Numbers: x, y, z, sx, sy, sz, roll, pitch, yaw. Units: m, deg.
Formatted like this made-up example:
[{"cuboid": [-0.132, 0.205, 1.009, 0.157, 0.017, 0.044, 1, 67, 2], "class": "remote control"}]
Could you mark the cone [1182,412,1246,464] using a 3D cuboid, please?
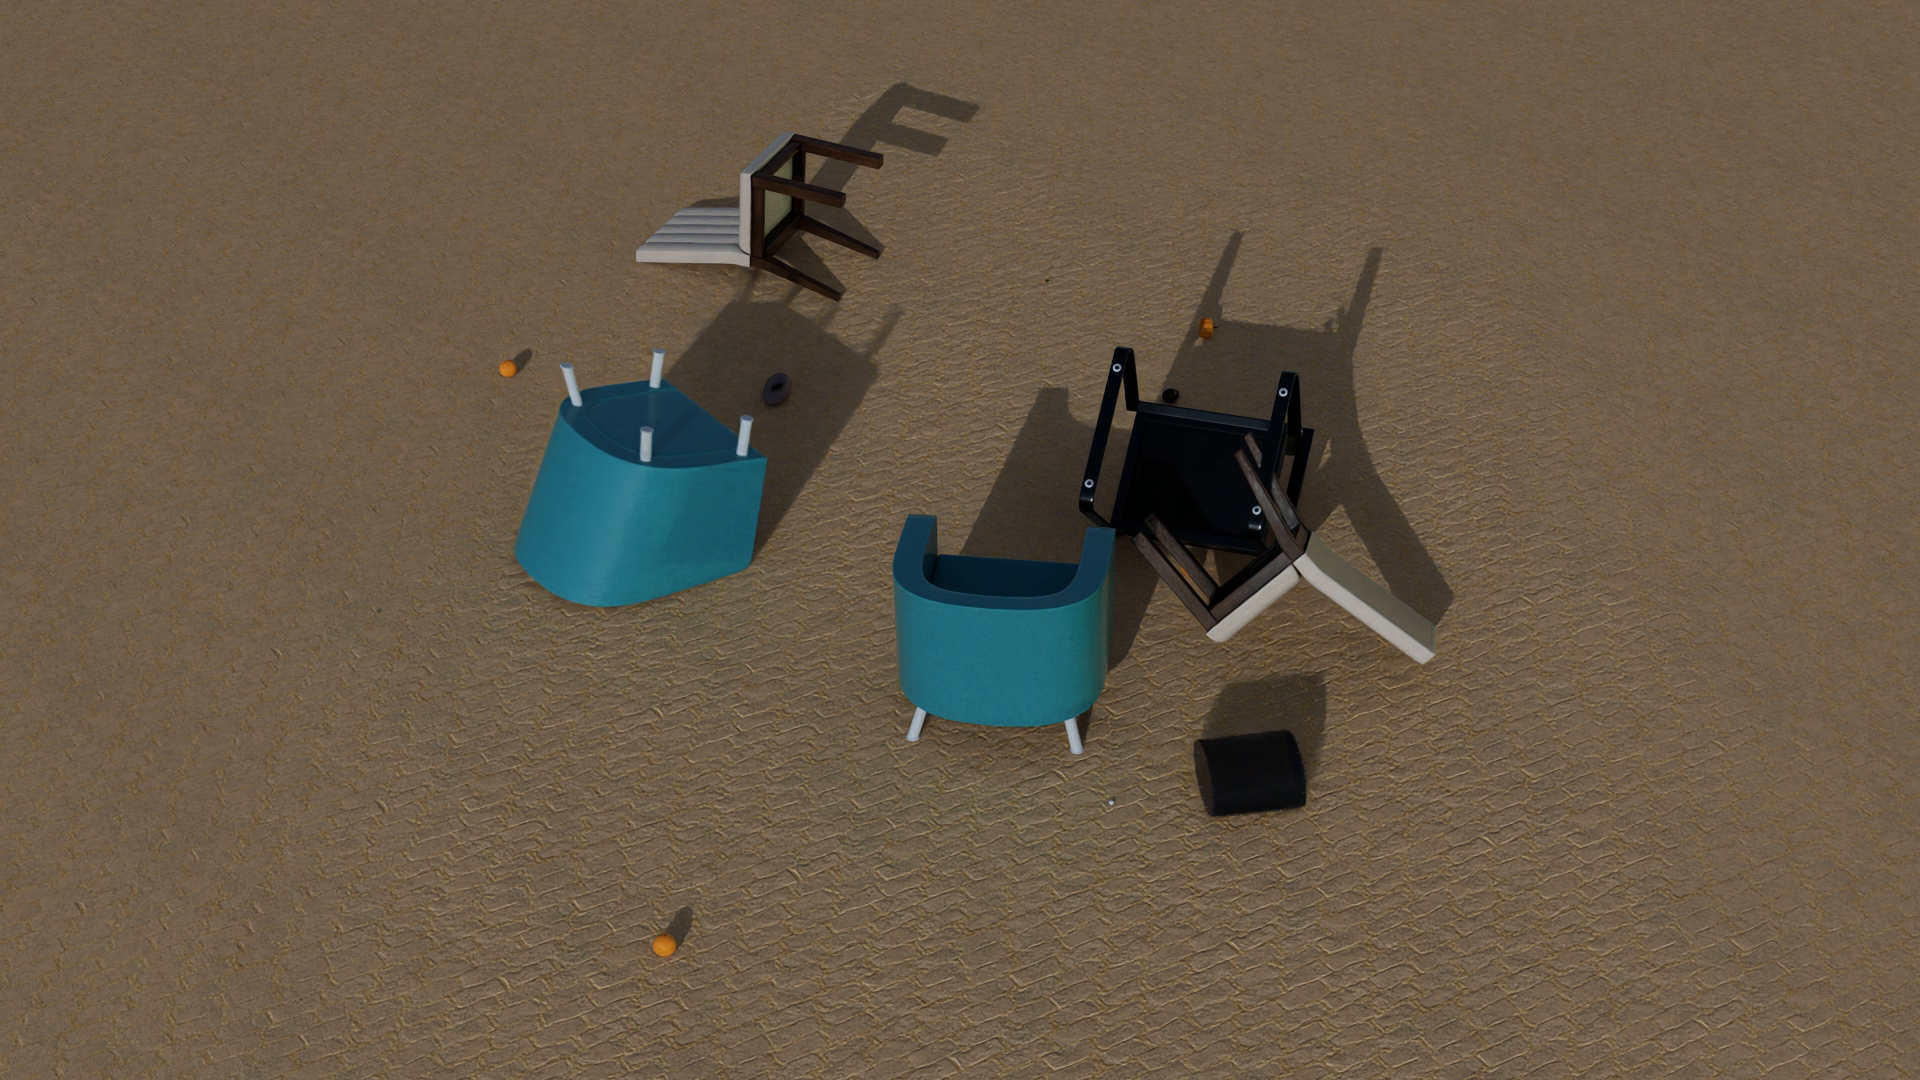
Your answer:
[{"cuboid": [0.992, -0.406, 11.371, 0.239, 0.209, 0.280, -15, 36, -21], "class": "cone"}]

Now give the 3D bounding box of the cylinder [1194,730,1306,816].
[{"cuboid": [0.949, 0.763, 9.607, 0.308, 0.191, 0.289, -5, 47, -8], "class": "cylinder"}]

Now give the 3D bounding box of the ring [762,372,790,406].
[{"cuboid": [-0.739, -0.609, 11.823, 0.105, 0.051, 0.220, 6, 35, 7], "class": "ring"}]

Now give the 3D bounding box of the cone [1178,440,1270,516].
[{"cuboid": [1.065, -0.229, 11.175, 0.348, 0.276, 0.320, 1, 30, -41], "class": "cone"}]

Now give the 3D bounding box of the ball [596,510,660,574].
[{"cuboid": [-1.212, 0.004, 10.724, 0.236, 0.236, 0.236, 0, 33, 0], "class": "ball"}]
